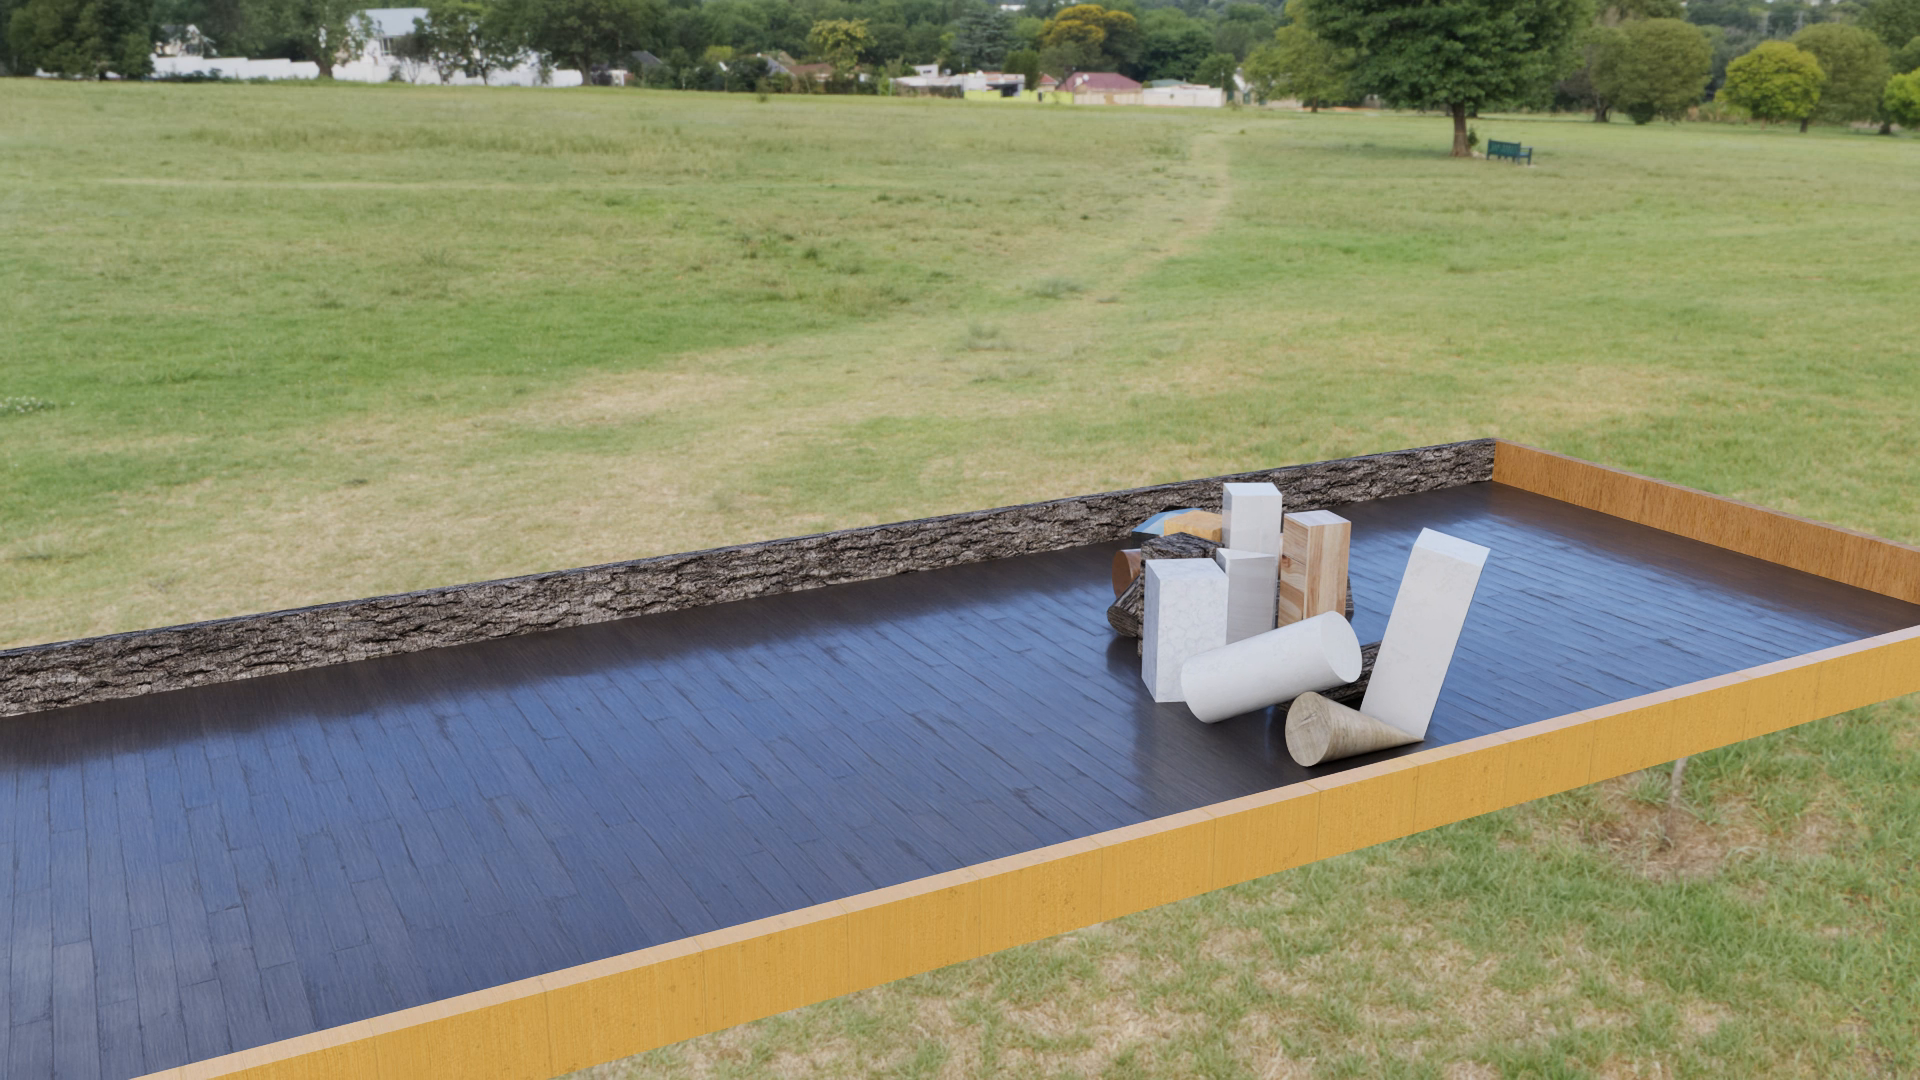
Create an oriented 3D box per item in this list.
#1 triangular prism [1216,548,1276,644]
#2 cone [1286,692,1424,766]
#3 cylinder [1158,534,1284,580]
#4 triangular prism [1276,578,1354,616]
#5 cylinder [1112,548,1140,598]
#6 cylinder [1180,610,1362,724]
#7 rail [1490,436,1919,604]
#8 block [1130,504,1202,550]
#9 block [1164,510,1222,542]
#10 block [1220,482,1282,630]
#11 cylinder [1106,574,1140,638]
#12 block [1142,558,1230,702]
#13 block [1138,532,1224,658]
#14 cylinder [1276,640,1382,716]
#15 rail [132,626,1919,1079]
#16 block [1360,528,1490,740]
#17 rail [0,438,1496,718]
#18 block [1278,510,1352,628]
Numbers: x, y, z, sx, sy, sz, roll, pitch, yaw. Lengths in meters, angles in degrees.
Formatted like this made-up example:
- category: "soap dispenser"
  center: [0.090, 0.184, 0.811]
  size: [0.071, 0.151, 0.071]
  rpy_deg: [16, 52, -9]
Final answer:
- category: "triangular prism"
  center: [0.679, 0.187, 4.139]
  size: [0.156, 0.317, 0.135]
  rpy_deg: [-4, 12, -30]
- category: "cone"
  center: [0.921, 0.439, 3.719]
  size: [0.334, 0.165, 0.165]
  rpy_deg: [8, 12, -24]
- category: "cylinder"
  center: [0.790, 0.054, 4.917]
  size: [0.396, 0.144, 0.144]
  rpy_deg: [-1, 16, -3]
- category: "triangular prism"
  center: [0.896, 0.155, 4.658]
  size: [0.422, 0.091, 0.105]
  rpy_deg: [-3, 17, -10]
- category: "cylinder"
  center: [0.605, 0.100, 4.727]
  size: [0.301, 0.163, 0.163]
  rpy_deg: [-4, 17, -14]
- category: "cylinder"
  center: [0.708, 0.295, 3.773]
  size: [0.383, 0.164, 0.164]
  rpy_deg: [-23, -1, 39]
- category: "rail"
  center: [2.466, -0.048, 5.253]
  size: [0.050, 0.150, 2.100]
  rpy_deg: [-9, 18, -27]
- category: "block"
  center: [0.652, -0.012, 5.200]
  size: [0.110, 0.110, 0.343]
  rpy_deg: [8, 18, 26]
- category: "block"
  center: [0.651, 0.099, 4.452]
  size: [0.150, 0.318, 0.150]
  rpy_deg: [14, 21, 39]
- category: "block"
  center: [0.753, 0.079, 4.307]
  size: [0.127, 0.438, 0.127]
  rpy_deg: [0, 16, -1]
- category: "cylinder"
  center: [0.567, 0.094, 4.554]
  size: [0.106, 0.106, 0.430]
  rpy_deg: [14, 45, 39]
- category: "block"
  center: [0.551, 0.220, 4.054]
  size: [0.167, 0.311, 0.167]
  rpy_deg: [-2, 16, -5]
- category: "block"
  center: [0.569, 0.159, 4.255]
  size: [0.150, 0.315, 0.150]
  rpy_deg: [-13, 21, -38]
- category: "cylinder"
  center: [0.965, 0.326, 4.035]
  size: [0.449, 0.119, 0.119]
  rpy_deg: [-11, 20, -33]
- category: "rail"
  center: [-2.336, 1.006, 1.665]
  size: [12.000, 0.150, 0.050]
  rpy_deg: [-9, 18, -27]
- category: "block"
  center: [1.070, 0.215, 3.807]
  size: [0.154, 0.438, 0.154]
  rpy_deg: [20, 22, 18]
- category: "rail"
  center: [-3.305, 0.497, 3.399]
  size: [12.000, 0.150, 0.050]
  rpy_deg: [-9, 18, -27]
- category: "block"
  center: [0.872, 0.151, 4.082]
  size: [0.117, 0.428, 0.117]
  rpy_deg: [-6, 17, -18]
